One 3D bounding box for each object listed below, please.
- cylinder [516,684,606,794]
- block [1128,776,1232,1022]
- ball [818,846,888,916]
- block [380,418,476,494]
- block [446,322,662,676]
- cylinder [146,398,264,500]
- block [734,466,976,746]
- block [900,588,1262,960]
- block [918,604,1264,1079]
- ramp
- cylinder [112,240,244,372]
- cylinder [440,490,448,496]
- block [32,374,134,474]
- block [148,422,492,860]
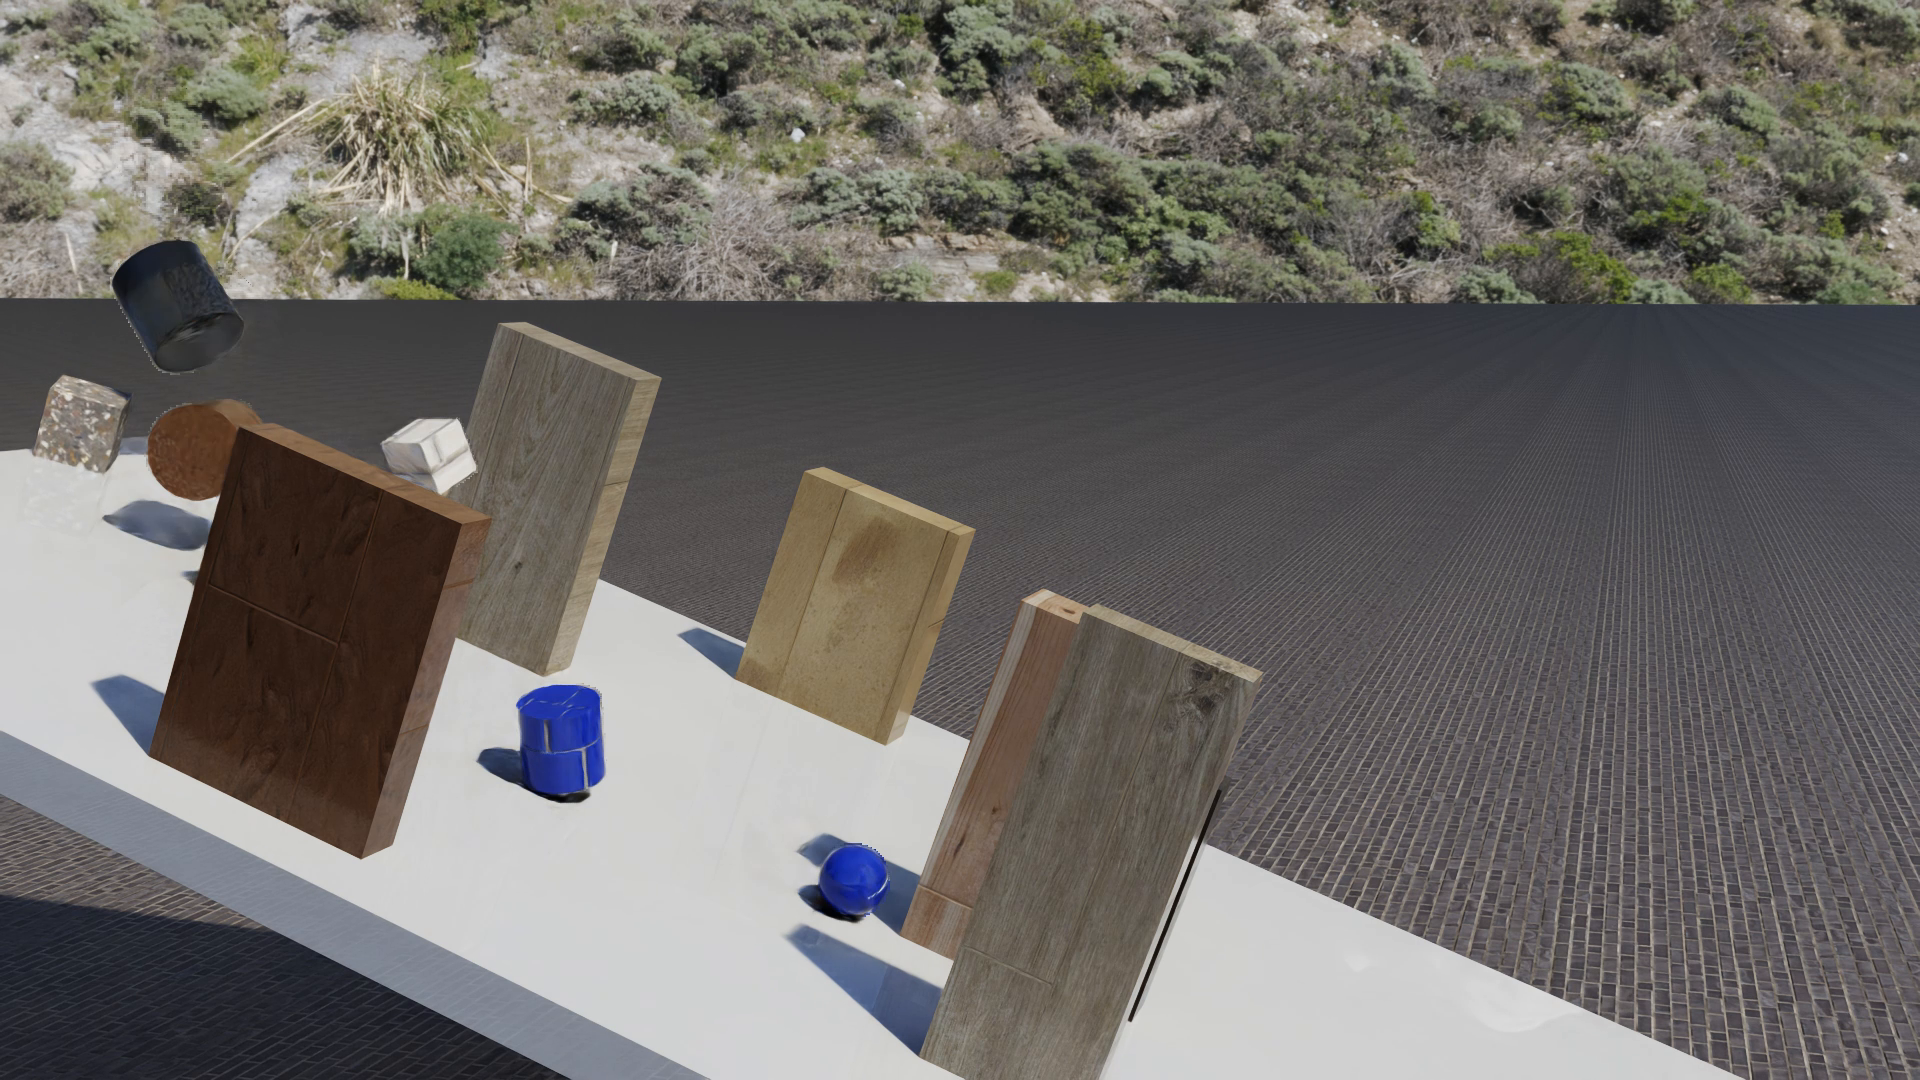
[{"bbox_3d":[-0.724,0.362,3.998,0.149,0.149,0.149,-1,21,0],"label":"cylinder"},{"bbox_3d":[0.203,0.560,3.940,0.421,0.457,0.101,22,13,14],"label":"block"},{"bbox_3d":[-0.190,0.606,3.917,0.125,0.125,0.125,0,7,0],"label":"ball"},{"bbox_3d":[-1.036,-0.163,4.291,0.110,0.110,0.110,2,30,32],"label":"block"},{"bbox_3d":[-0.889,-0.086,4.595,0.330,0.659,0.117,22,13,14],"label":"block"},{"bbox_3d":[-1.557,-0.190,4.563,0.195,0.195,0.195,0,8,-2],"label":"cylinder"},{"bbox_3d":[-0.238,0.146,4.942,0.385,0.508,0.122,22,13,14],"label":"block"},{"bbox_3d":[0.208,0.473,3.864,0.419,0.652,0.149,22,13,14],"label":"block"},{"bbox_3d":[0.197,0.510,3.408,0.277,0.771,0.090,22,13,14],"label":"block"},{"bbox_3d":[-0.333,0.610,4.211,4.000,0.100,2.000,22,13,14],"label":"ramp"},{"bbox_3d":[-1.754,-0.525,4.934,0.210,0.210,0.210,-32,-15,-10],"label":"cylinder"},{"bbox_3d":[-1.130,-0.076,4.921,0.129,0.129,0.129,-2,48,3],"label":"cylinder"},{"bbox_3d":[-1.951,-0.258,4.898,0.154,0.154,0.154,16,13,-15],"label":"block"},{"bbox_3d":[-1.027,0.158,3.512,0.415,0.576,0.094,22,13,14],"label":"block"}]
